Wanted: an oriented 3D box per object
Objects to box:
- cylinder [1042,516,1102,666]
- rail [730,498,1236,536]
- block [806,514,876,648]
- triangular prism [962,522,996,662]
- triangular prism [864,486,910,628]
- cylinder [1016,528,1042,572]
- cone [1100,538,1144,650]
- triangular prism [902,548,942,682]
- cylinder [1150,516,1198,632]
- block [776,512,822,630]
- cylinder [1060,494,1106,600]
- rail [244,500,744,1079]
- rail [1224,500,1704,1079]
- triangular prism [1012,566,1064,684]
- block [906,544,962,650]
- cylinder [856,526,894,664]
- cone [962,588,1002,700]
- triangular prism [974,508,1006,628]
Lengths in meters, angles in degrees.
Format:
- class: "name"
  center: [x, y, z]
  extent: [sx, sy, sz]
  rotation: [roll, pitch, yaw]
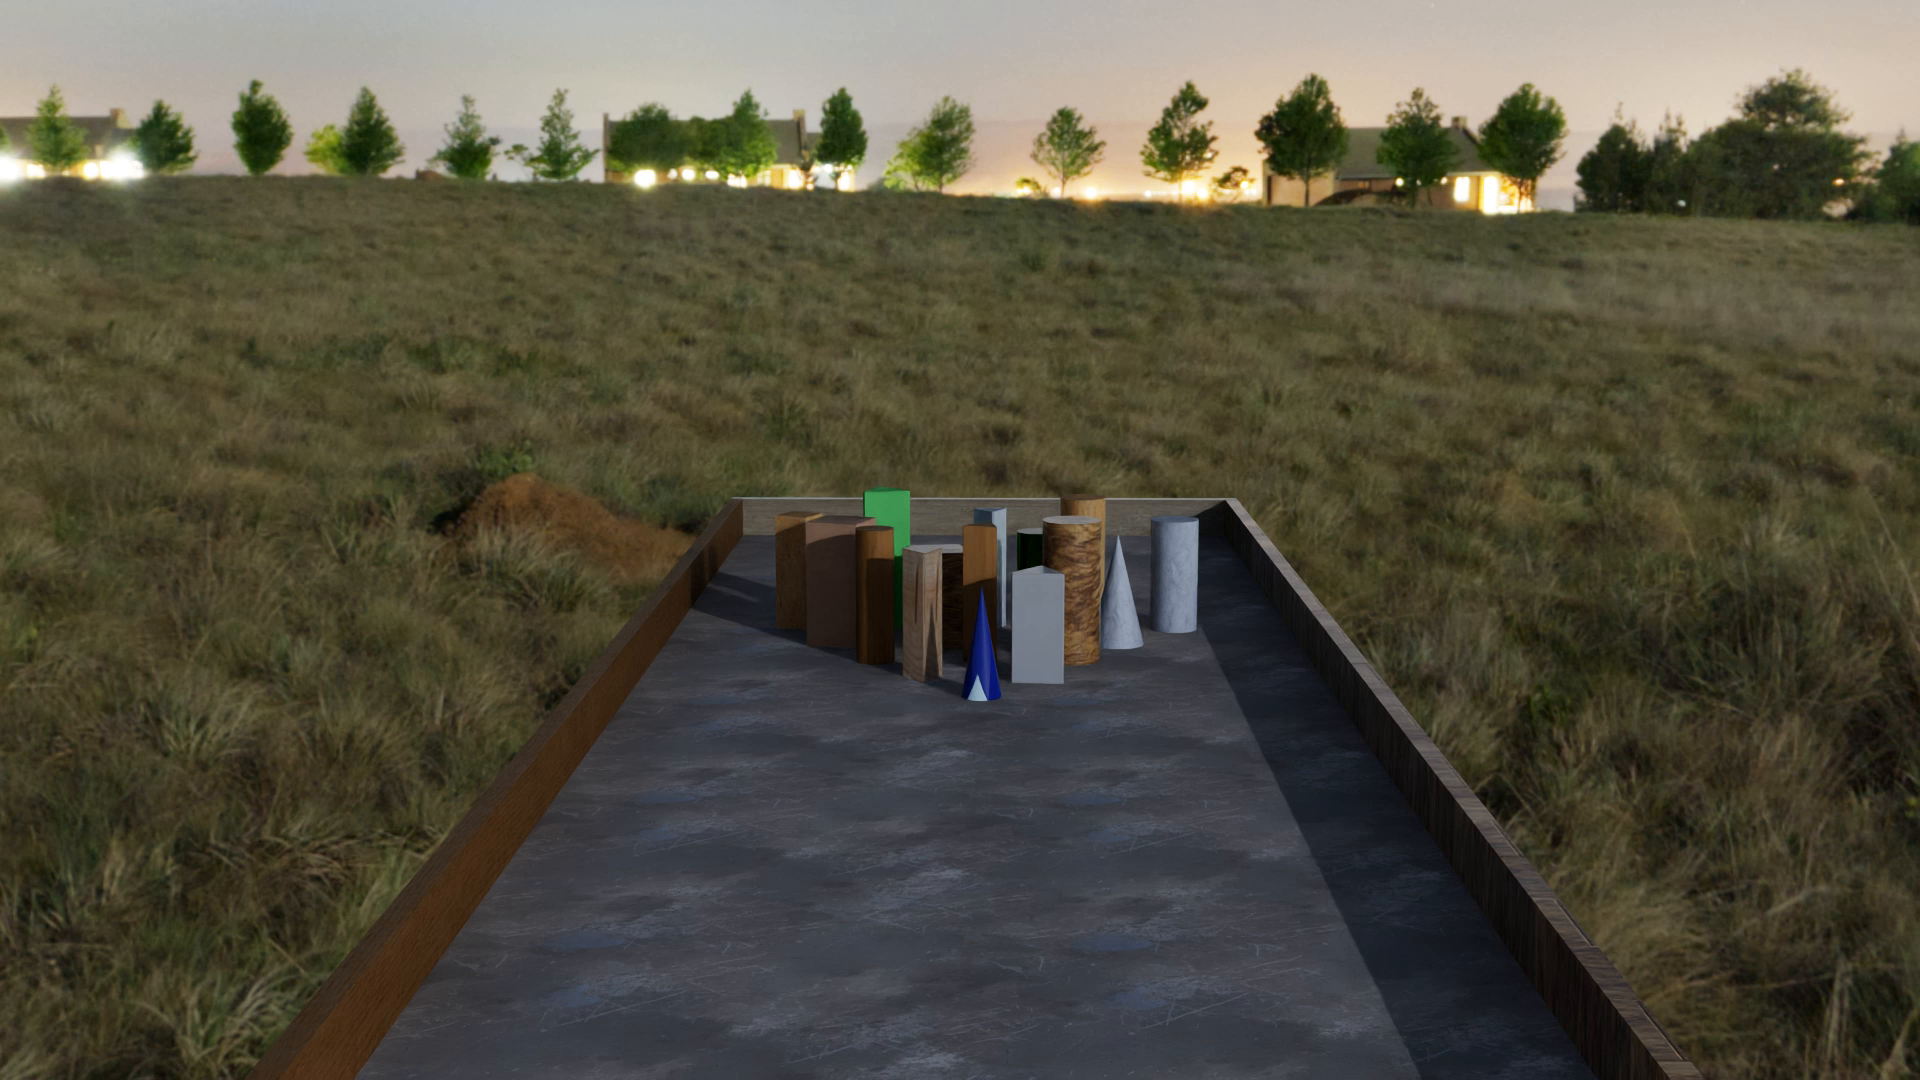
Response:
- class: "cylinder"
  center: [0.338, 0.152, 6.674]
  extent: [0.178, 0.431, 0.178]
  rotation: [0, 9, 0]
- class: "rail"
  center: [0.099, -0.098, 9.147]
  extent: [2.100, 0.150, 0.050]
  rotation: [0, 9, 1]
- class: "block"
  center: [-0.373, 0.129, 6.945]
  extent: [0.170, 0.391, 0.170]
  rotation: [3, 10, 19]
- class: "triangular prism"
  center: [0.075, 0.158, 6.676]
  extent: [0.107, 0.418, 0.092]
  rotation: [3, 10, 20]
- class: "triangular prism"
  center: [-0.251, 0.055, 7.220]
  extent: [0.153, 0.451, 0.132]
  rotation: [-2, 9, -12]
- class: "cylinder"
  center: [0.240, 0.149, 6.927]
  extent: [0.123, 0.358, 0.123]
  rotation: [0, 9, 0]
- class: "cone"
  center: [0.495, 0.153, 6.918]
  extent: [0.171, 0.352, 0.171]
  rotation: [0, 9, 0]
- class: "triangular prism"
  center: [-0.094, 0.215, 6.431]
  extent: [0.099, 0.383, 0.114]
  rotation: [-6, 11, -34]
- class: "cylinder"
  center: [0.697, 0.111, 7.159]
  extent: [0.154, 0.361, 0.154]
  rotation: [0, 9, 0]
- class: "block"
  center: [-0.525, 0.099, 7.198]
  extent: [0.113, 0.371, 0.113]
  rotation: [4, 10, 26]
- class: "cylinder"
  center: [0.401, 0.072, 7.188]
  extent: [0.147, 0.428, 0.147]
  rotation: [0, 9, 0]
- class: "rail"
  center: [-1.004, 0.839, 3.234]
  extent: [0.050, 0.150, 12.000]
  rotation: [0, 9, 1]
- class: "rail"
  center: [1.046, 0.843, 3.208]
  extent: [0.050, 0.150, 12.000]
  rotation: [0, 9, 1]
- class: "triangular prism"
  center: [0.231, 0.245, 6.428]
  extent: [0.153, 0.324, 0.132]
  rotation: [1, 9, 6]
- class: "block"
  center: [-0.069, 0.178, 6.915]
  extent: [0.172, 0.304, 0.172]
  rotation: [-2, 9, -11]
- class: "cylinder"
  center: [-0.257, 0.166, 6.658]
  extent: [0.117, 0.408, 0.117]
  rotation: [0, 9, 0]
- class: "cone"
  center: [0.061, 0.284, 6.196]
  extent: [0.115, 0.319, 0.115]
  rotation: [0, 9, 0]
- class: "triangular prism"
  center: [0.113, 0.092, 7.185]
  extent: [0.090, 0.390, 0.104]
  rotation: [-6, 11, -35]
